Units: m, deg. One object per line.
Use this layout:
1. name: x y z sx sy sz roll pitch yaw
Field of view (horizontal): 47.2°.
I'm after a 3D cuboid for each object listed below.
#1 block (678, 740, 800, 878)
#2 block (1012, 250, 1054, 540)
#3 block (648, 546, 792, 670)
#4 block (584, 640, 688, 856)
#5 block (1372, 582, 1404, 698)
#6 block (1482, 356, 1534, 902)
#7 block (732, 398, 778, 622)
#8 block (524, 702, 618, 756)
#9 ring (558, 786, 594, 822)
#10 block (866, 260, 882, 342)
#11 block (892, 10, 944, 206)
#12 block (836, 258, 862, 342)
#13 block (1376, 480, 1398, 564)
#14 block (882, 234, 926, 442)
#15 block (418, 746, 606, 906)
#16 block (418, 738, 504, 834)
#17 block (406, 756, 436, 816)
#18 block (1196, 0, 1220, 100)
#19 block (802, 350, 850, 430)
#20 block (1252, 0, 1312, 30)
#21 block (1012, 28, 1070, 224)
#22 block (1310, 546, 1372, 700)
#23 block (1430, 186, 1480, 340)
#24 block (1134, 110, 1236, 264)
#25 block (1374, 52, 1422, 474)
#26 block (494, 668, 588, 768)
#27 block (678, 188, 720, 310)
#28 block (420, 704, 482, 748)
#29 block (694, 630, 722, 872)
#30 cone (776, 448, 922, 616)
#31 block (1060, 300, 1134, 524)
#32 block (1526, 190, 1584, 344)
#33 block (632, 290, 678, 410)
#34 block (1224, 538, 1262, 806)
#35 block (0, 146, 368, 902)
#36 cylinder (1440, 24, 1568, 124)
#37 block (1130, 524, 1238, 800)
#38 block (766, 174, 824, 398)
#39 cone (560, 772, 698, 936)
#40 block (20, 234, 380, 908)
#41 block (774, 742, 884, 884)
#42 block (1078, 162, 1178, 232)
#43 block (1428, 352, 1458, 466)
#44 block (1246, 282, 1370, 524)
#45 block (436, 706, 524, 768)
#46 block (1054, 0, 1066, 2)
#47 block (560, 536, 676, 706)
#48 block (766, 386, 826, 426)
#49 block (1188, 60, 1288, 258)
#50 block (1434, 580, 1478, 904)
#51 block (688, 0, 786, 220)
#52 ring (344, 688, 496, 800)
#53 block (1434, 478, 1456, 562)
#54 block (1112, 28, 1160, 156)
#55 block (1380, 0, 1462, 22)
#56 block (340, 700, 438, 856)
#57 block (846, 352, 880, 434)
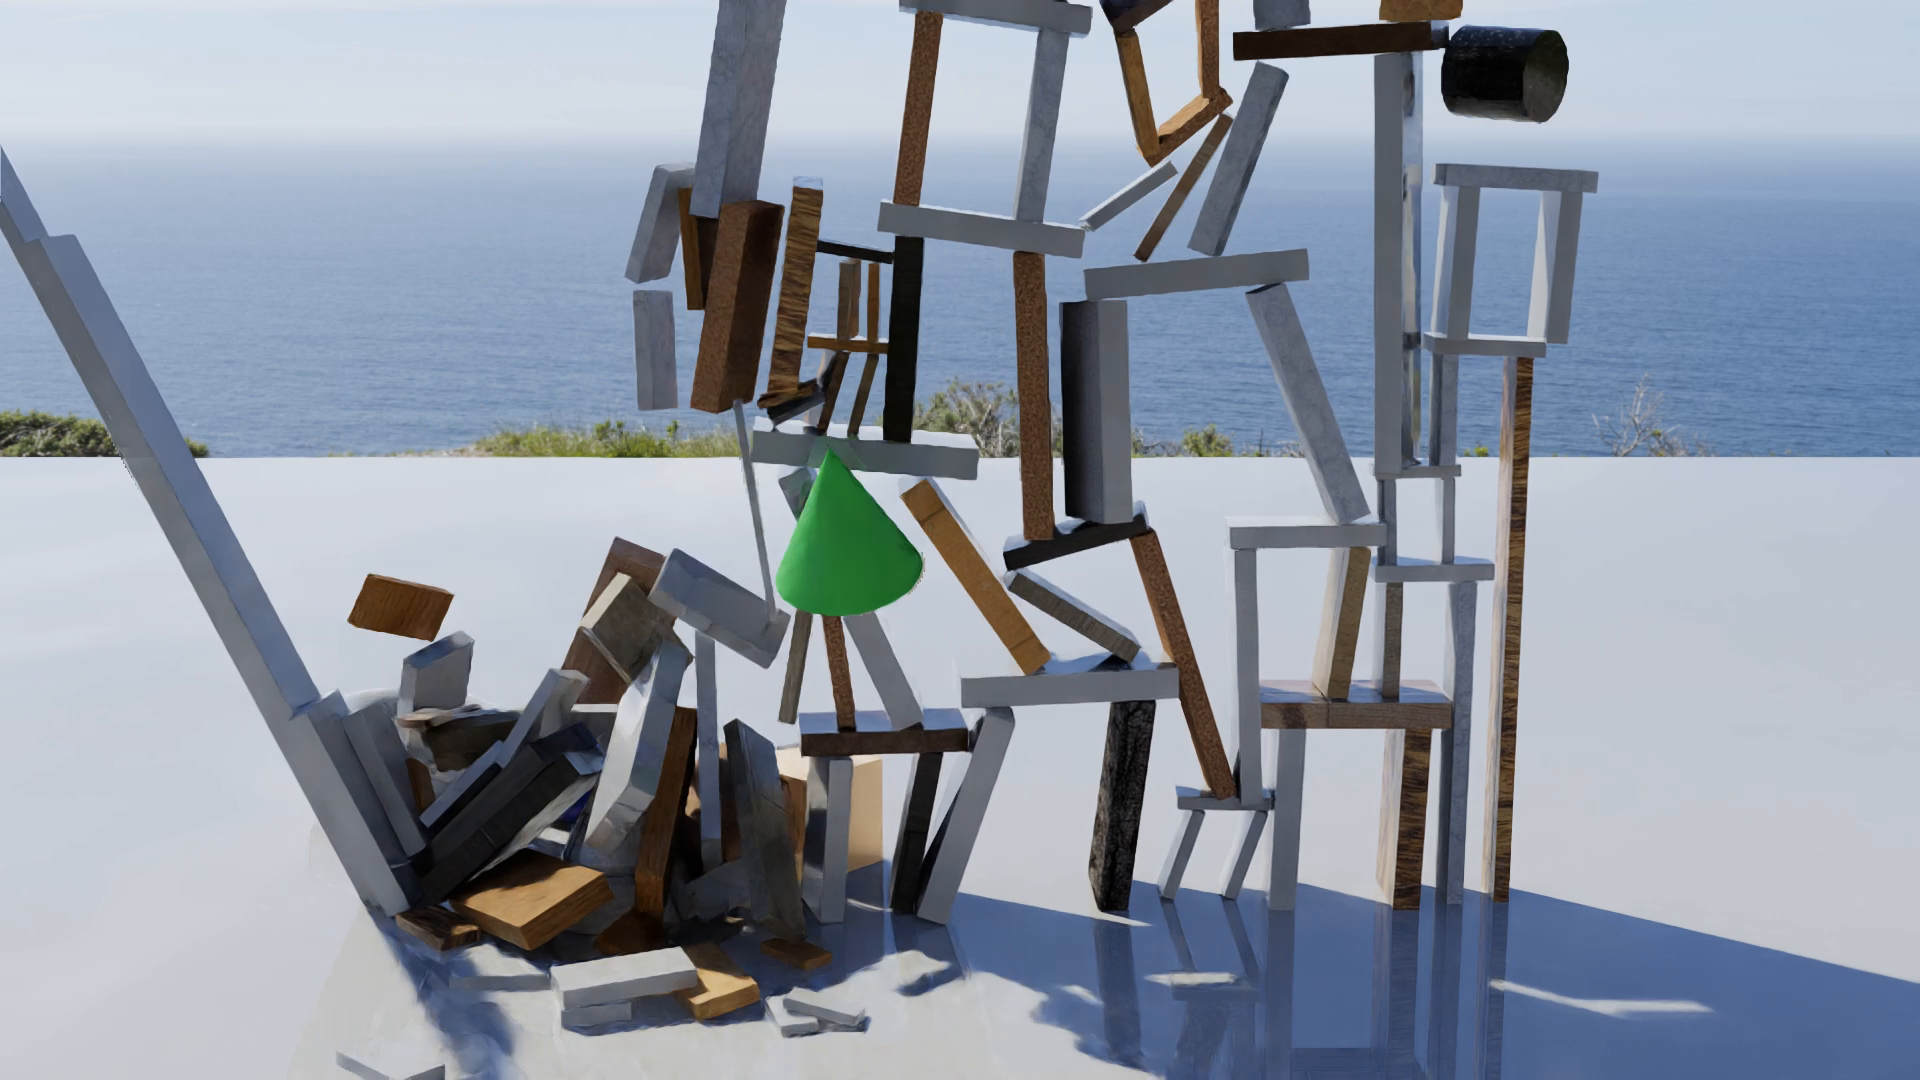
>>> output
1. block: -0.387 0.467 3.660 0.159 0.159 0.159 -33 46 -31
2. block: 0.119 -0.236 3.536 0.045 0.452 0.159 -2 10 4
3. block: -0.385 0.109 3.536 0.222 0.031 0.111 32 35 -11
4. block: -0.509 0.323 3.467 0.046 0.161 0.322 27 37 -17
5. block: 0.697 0.153 3.585 0.027 0.191 0.095 0 11 0
6. block: 0.892 0.147 3.590 0.025 0.900 0.089 0 11 0
7. block: -0.325 -0.046 3.502 0.013 0.360 0.046 -9 13 -2
8. block: -0.649 0.325 3.748 0.181 0.090 0.026 2 25 5
9. ring: -0.662 0.451 4.135 0.313 0.104 0.313 -1 10 0
10. block: -0.135 -0.378 3.474 0.017 0.122 0.061 2 13 2
11. block: -0.066 -0.668 3.415 0.041 0.291 0.145 7 10 -3
12. block: -0.174 -0.378 3.458 0.017 0.122 0.061 7 15 13
13. block: 0.690 -0.036 3.557 0.019 0.137 0.068 -2 11 1
14. block: -0.088 -0.324 3.486 0.045 0.318 0.159 4 10 -1
15. block: -0.721 0.464 3.581 0.322 0.046 0.161 -41 -8 6
16. block: -0.809 0.417 3.660 0.026 0.182 0.091 41 -10 22
17. block: -0.898 0.420 3.681 0.015 0.107 0.054 -25 -32 4
18. block: 0.378 -0.783 3.363 0.027 0.190 0.095 -4 37 3
19. block: -0.213 -0.243 3.509 0.018 0.128 0.064 15 4 -27
20. block: 0.486 -0.939 3.396 0.041 0.291 0.145 -2 13 28
21. block: 0.125 -0.644 3.428 0.041 0.291 0.145 8 10 -3
22. block: 0.620 0.124 3.581 0.035 0.247 0.123 7 10 -4
23. block: 0.782 -0.440 3.475 0.033 0.235 0.117 2 10 -1
24. block: 0.356 -0.557 3.473 0.023 0.261 0.081 32 16 2
25. block: 0.689 -0.437 3.454 0.043 0.647 0.152 3 15 23
26. block: -0.691 0.297 3.634 0.026 0.182 0.091 35 7 21
27. block: -0.407 -0.460 3.475 0.027 0.190 0.095 -2 8 17
28. block: -0.872 0.318 3.774 0.107 0.054 0.015 -13 27 -11
29. block: -0.406 0.337 3.548 0.031 0.111 0.382 -2 56 -7
30. cone: -0.179 -0.044 3.263 0.224 0.224 0.224 -5 34 3
31. block: 0.217 -0.207 3.513 0.049 0.348 0.174 -4 6 -17
32. block: 0.940 -0.433 3.477 0.033 0.235 0.117 3 10 -1
33. block: -0.489 -0.305 3.534 0.027 0.190 0.095 -1 5 17
34. block: 0.461 0.212 3.582 0.035 0.418 0.123 -3 9 -1
35. block: -1.274 -0.041 3.574 0.025 1.401 0.089 -25 8 8
36. cylinder: 0.861 -0.737 3.477 0.144 0.144 0.144 15 18 40
37. block: 0.363 0.196 3.601 0.033 0.458 0.117 -18 10 -1
38. block: -0.257 -0.399 3.430 0.046 0.321 0.161 7 15 -7
39. cone: -0.557 0.462 3.588 0.280 0.280 0.280 0 11 0
40. block: -1.196 0.054 3.578 0.036 1.187 0.126 -25 8 8
41. block: -0.264 0.469 3.817 0.184 0.184 0.184 10 14 42
42. block: 0.263 -0.539 3.459 0.161 0.023 0.081 -35 9 -1
43. block: 0.774 -0.213 3.522 0.025 0.177 0.089 -1 11 0
44. block: 0.554 -0.221 3.513 0.049 0.386 0.174 -21 6 4
45. block: -0.809 0.337 3.772 0.181 0.090 0.026 -6 24 -17
46. block: 0.160 -0.923 3.371 0.028 0.199 0.099 7 9 -2
47. block: -0.639 0.190 4.122 0.161 0.440 0.046 22 38 -8
48. block: -0.260 -0.214 3.482 0.092 0.013 0.046 -27 31 1
49. block: 0.442 -0.601 3.483 0.043 0.304 0.152 22 12 8
50. block: 0.815 0.325 3.618 0.027 0.539 0.095 0 11 0
51. block: -0.328 -0.777 3.404 0.048 0.559 0.168 12 10 12
52. ring: -1.051 0.394 4.226 0.417 0.139 0.417 6 12 -1
53. block: 0.784 -0.038 3.557 0.019 0.137 0.068 -1 11 0
54. block: 0.270 -0.695 3.371 0.027 0.190 0.095 -14 31 2
55. block: 0.701 -0.928 3.292 0.145 0.291 0.041 -14 23 -38
56. block: -0.940 0.394 3.655 0.036 0.251 0.126 -25 3 3
57. block: -0.154 -0.235 3.497 0.018 0.128 0.064 15 8 -5
